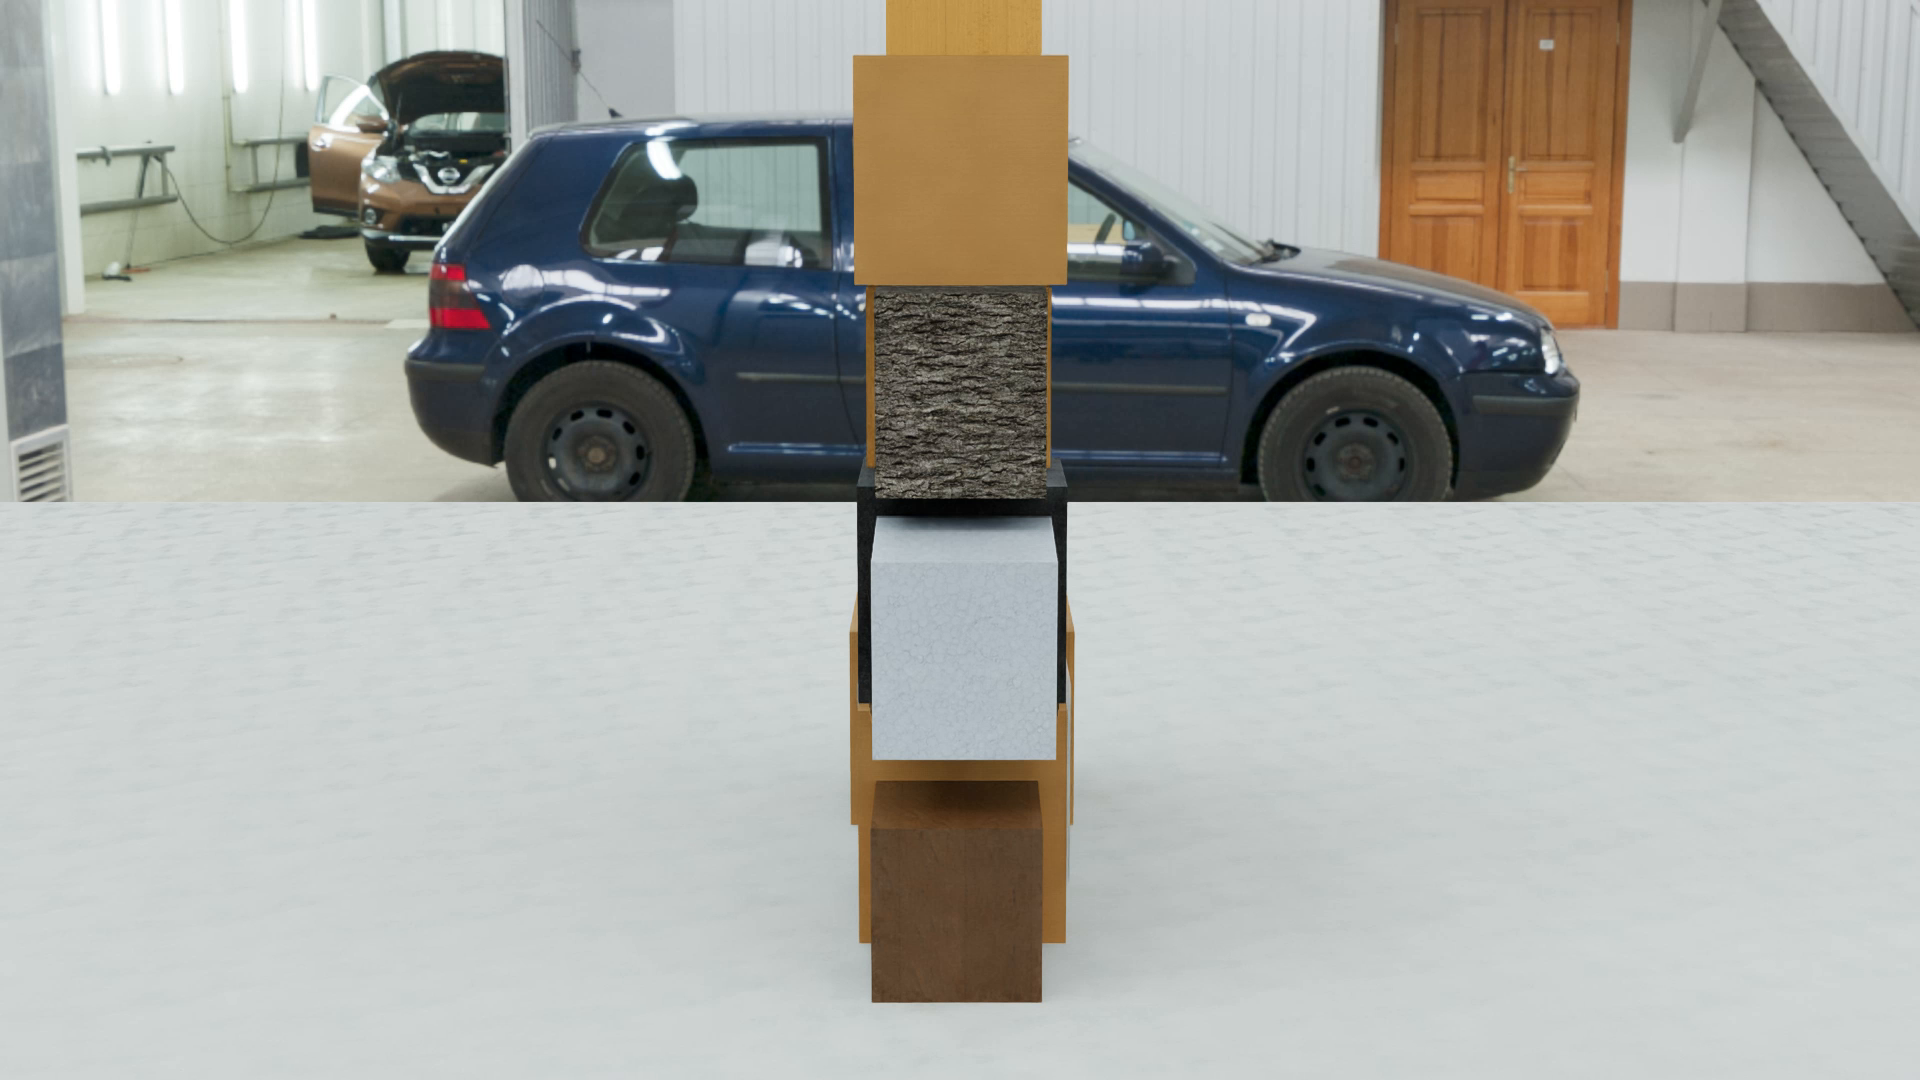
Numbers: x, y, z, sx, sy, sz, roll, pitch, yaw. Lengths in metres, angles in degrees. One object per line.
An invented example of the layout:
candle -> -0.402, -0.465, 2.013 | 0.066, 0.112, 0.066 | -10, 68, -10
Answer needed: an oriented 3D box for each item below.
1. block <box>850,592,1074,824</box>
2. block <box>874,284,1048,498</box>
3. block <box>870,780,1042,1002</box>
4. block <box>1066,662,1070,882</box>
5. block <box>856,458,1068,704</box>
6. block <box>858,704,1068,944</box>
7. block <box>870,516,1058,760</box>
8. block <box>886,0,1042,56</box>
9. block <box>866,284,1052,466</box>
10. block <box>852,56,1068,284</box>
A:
block -> 0.009, 0.805, 12.527 | 1.053, 0.935, 0.943 | 0, 10, 0
block -> 0.003, -0.624, 10.310 | 0.667, 0.797, 0.772 | 0, 10, 0
block -> -0.012, 1.371, 10.091 | 0.652, 0.691, 0.670 | 0, 10, 0
block -> 0.018, 0.987, 11.631 | 0.926, 0.896, 0.864 | 0, 10, 0
block -> 0.008, 0.154, 10.756 | 0.845, 0.893, 0.799 | 0, 10, 0
block -> 0.010, 1.098, 10.797 | 0.845, 0.977, 0.796 | 0, 10, 0
block -> 0.016, 0.371, 9.992 | 0.697, 0.779, 0.704 | 0, 15, 0
block -> 0.016, -2.363, 10.759 | 0.636, 0.667, 0.622 | 0, 10, 0
block -> -0.005, -0.742, 11.132 | 0.772, 0.744, 0.847 | 0, 9, 0
block -> 0.003, -1.540, 10.608 | 0.850, 0.901, 0.897 | 0, 10, 0
